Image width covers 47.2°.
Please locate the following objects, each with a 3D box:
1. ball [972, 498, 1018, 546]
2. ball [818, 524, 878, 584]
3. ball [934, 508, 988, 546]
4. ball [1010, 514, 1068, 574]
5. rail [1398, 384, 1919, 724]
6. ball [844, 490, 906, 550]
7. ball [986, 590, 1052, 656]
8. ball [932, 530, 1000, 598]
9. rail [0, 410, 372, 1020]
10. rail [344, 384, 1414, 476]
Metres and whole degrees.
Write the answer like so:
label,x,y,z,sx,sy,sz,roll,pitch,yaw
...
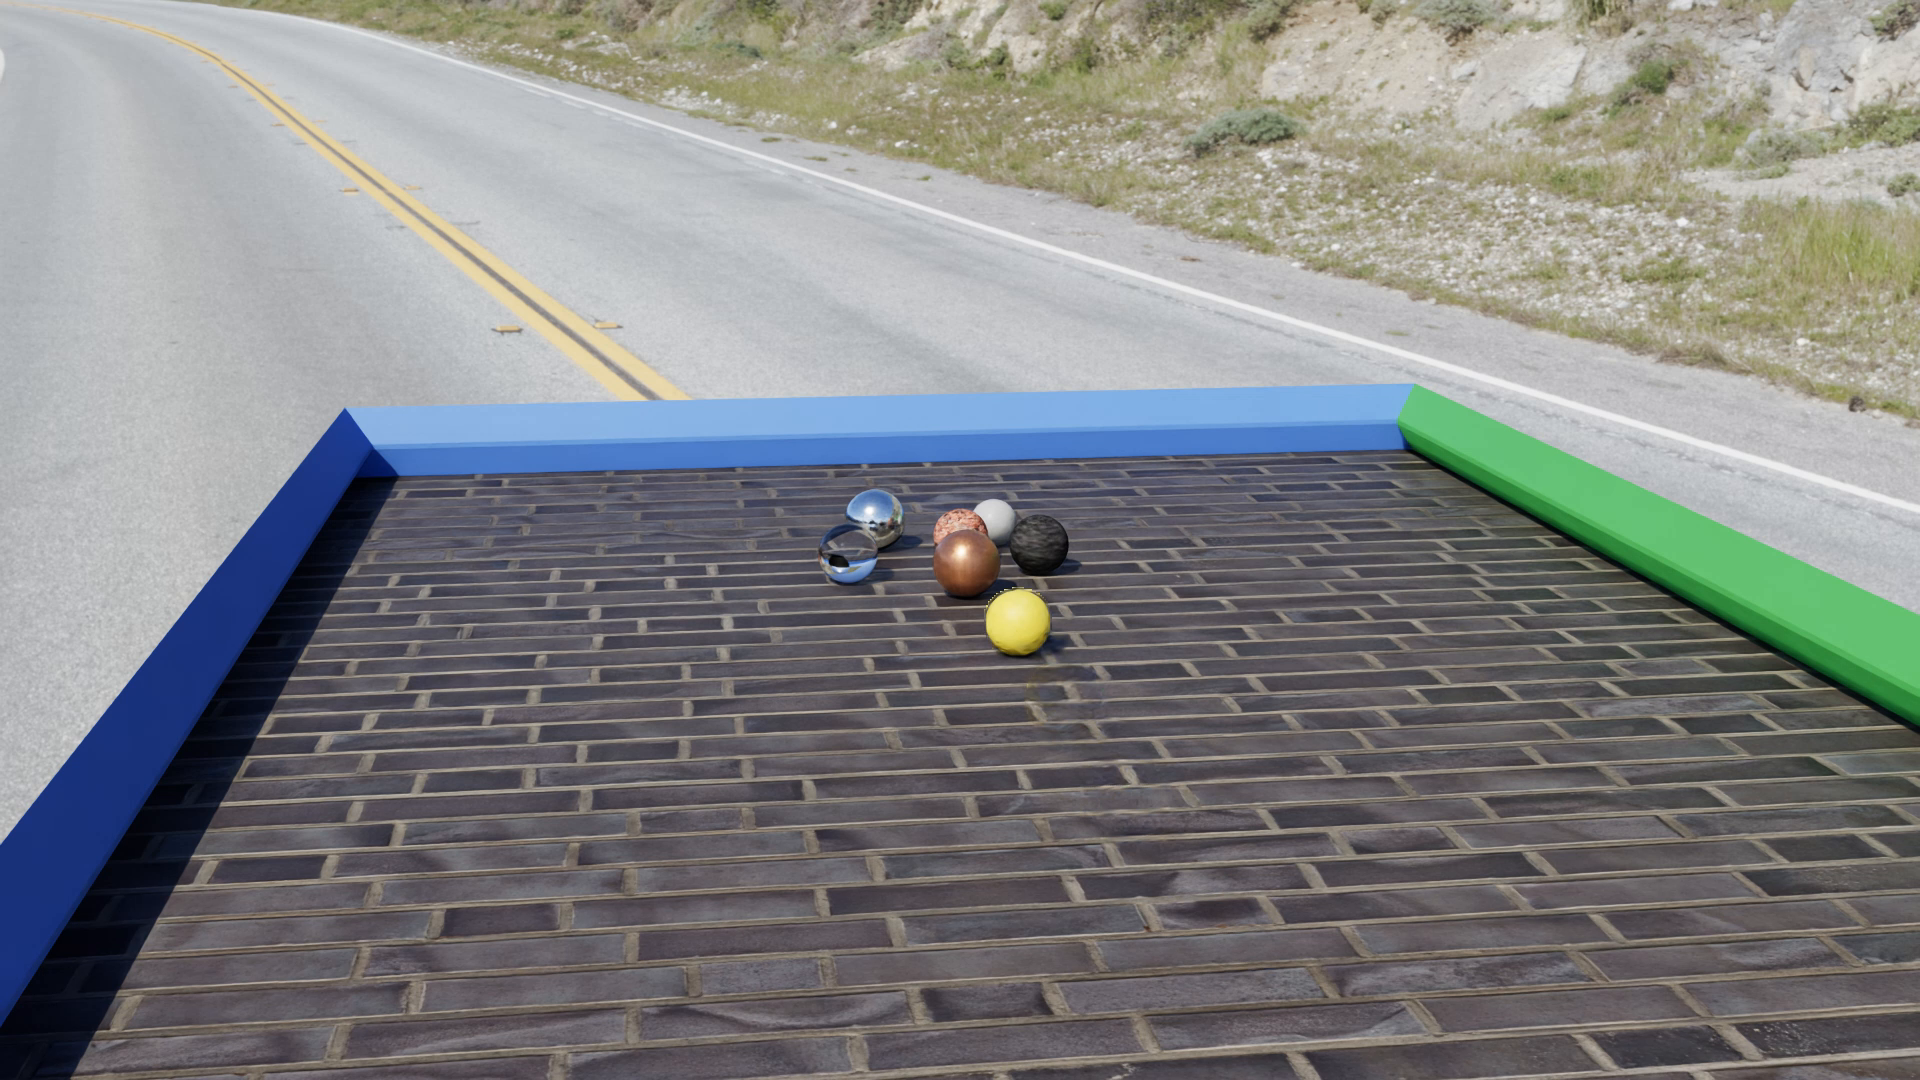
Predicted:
label,x,y,z,sx,sy,sz,roll,pitch,yaw
ball,0.046,-0.024,2.985,0.064,0.064,0.064,0,13,0
ball,-0.142,0.017,2.784,0.076,0.076,0.076,0,13,0
ball,0.001,-0.005,2.885,0.073,0.073,0.073,0,13,0
ball,0.102,0.006,2.832,0.077,0.077,0.077,0,13,0
rail,0.936,0.119,2.268,0.045,0.109,2.898,-2,13,-8
ball,-0.114,-0.027,2.958,0.083,0.083,0.083,0,13,0
ball,0.065,0.093,2.462,0.074,0.074,0.074,0,13,0
ball,0.008,0.029,2.715,0.084,0.084,0.084,0,13,0
rail,-0.735,0.172,2.039,0.045,0.109,2.898,-2,13,-8
rail,-0.097,-0.174,3.528,1.734,0.109,0.045,-2,13,-8
